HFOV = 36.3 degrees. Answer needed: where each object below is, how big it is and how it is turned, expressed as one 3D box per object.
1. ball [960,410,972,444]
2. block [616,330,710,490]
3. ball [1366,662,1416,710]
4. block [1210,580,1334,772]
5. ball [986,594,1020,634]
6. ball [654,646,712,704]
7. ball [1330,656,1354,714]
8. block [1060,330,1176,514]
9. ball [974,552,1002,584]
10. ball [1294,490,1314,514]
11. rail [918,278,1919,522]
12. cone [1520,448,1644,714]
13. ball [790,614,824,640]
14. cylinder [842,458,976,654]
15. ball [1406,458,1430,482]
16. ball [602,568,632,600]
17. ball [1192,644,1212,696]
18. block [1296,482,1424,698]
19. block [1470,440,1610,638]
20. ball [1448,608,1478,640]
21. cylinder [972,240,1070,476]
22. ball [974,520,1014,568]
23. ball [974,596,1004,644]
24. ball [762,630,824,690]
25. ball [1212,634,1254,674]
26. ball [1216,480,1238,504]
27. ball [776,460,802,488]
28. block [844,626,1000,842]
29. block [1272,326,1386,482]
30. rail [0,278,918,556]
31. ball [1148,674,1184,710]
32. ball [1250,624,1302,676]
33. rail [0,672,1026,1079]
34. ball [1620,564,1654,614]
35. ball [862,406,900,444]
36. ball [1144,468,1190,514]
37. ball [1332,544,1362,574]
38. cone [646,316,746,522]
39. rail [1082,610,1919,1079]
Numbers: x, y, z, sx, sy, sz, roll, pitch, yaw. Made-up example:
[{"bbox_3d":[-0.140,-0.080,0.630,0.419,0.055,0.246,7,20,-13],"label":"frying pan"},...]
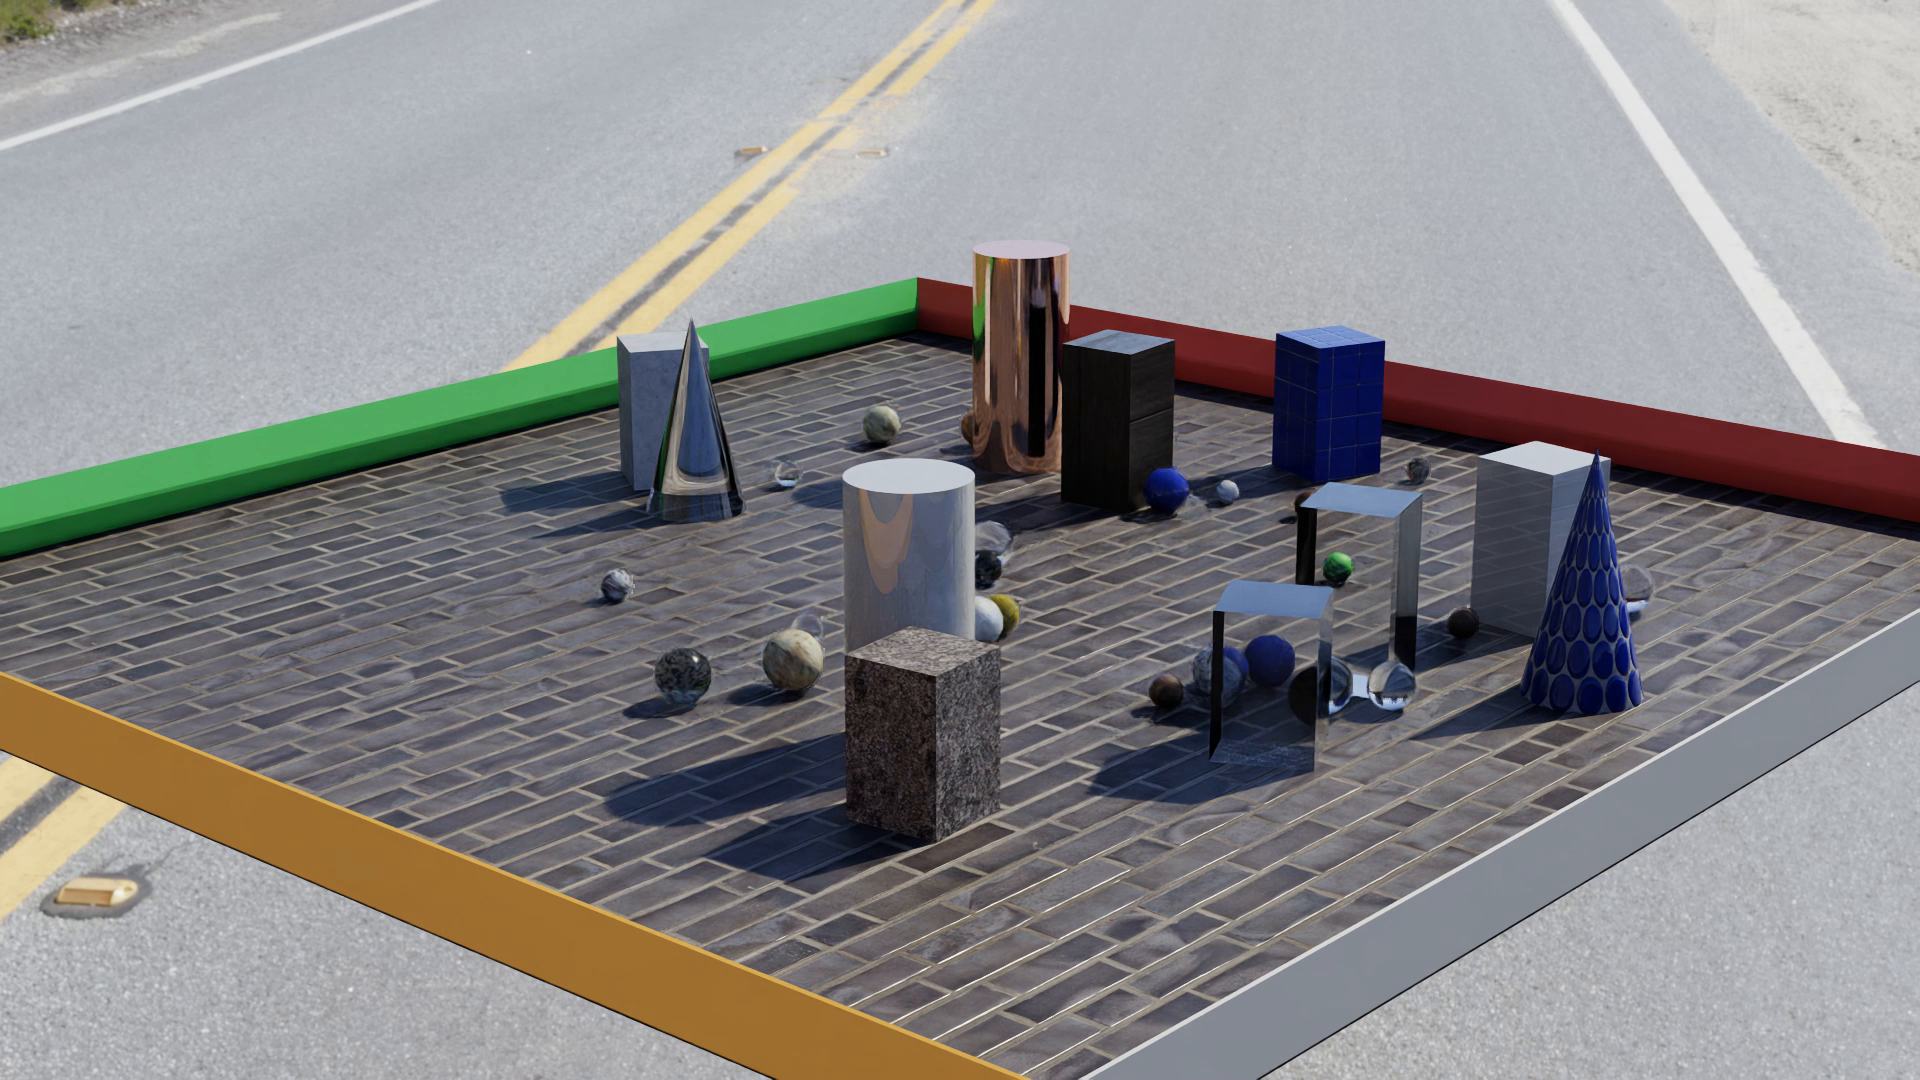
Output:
[{"bbox_3d":[0.042,-0.233,6.080,0.082,0.082,0.082,0,17,0],"label":"ball"},{"bbox_3d":[-0.587,-0.259,5.824,0.156,0.278,0.156,-5,17,-15],"label":"block"},{"bbox_3d":[0.671,0.227,4.562,0.077,0.077,0.077,0,17,0],"label":"ball"},{"bbox_3d":[0.466,0.200,4.375,0.156,0.236,0.156,4,17,14],"label":"block"},{"bbox_3d":[0.065,0.124,4.916,0.070,0.070,0.070,0,17,0],"label":"ball"},{"bbox_3d":[-0.434,0.212,4.589,0.090,0.090,0.090,0,17,0],"label":"ball"},{"bbox_3d":[0.563,0.224,4.542,0.094,0.094,0.094,0,17,0],"label":"ball"},{"bbox_3d":[0.305,-0.231,5.675,0.156,0.312,0.156,12,21,34],"label":"block"},{"bbox_3d":[0.047,0.050,5.185,0.056,0.056,0.056,0,17,0],"label":"ball"},{"bbox_3d":[0.663,-0.068,5.579,0.055,0.055,0.055,0,17,0],"label":"ball"},{"bbox_3d":[0.985,-0.296,6.206,2.927,0.127,0.045,14,22,39],"label":"rail"},{"bbox_3d":[0.984,0.049,4.587,0.195,0.404,0.195,0,17,0],"label":"cone"},{"bbox_3d":[-0.253,0.149,4.862,0.054,0.054,0.054,0,17,0],"label":"ball"},{"bbox_3d":[-0.075,0.106,4.372,0.195,0.419,0.195,0,17,0],"label":"cylinder"},{"bbox_3d":[0.910,-0.139,5.830,0.046,0.046,0.046,0,17,0],"label":"ball"},{"bbox_3d":[-0.597,0.077,5.098,0.054,0.054,0.054,0,17,0],"label":"ball"},{"bbox_3d":[0.409,0.205,4.612,0.088,0.088,0.088,0,17,0],"label":"ball"},{"bbox_3d":[0.632,0.079,4.666,0.156,0.299,0.156,8,18,24],"label":"block"},{"bbox_3d":[0.980,-0.001,4.956,0.156,0.286,0.156,-14,22,-40],"label":"block"},{"bbox_3d":[0.839,0.140,4.896,0.050,0.050,0.050,0,17,0],"label":"ball"},{"bbox_3d":[0.122,-0.369,5.909,0.195,0.441,0.195,0,17,0],"label":"cylinder"},{"bbox_3d":[0.051,0.011,5.255,0.091,0.091,0.091,0,17,0],"label":"ball"},{"bbox_3d":[0.029,0.136,4.848,0.086,0.086,0.086,0,17,0],"label":"ball"},{"bbox_3d":[-0.264,0.190,4.649,0.098,0.098,0.098,0,17,0],"label":"ball"},{"bbox_3d":[0.433,0.189,4.689,0.076,0.076,0.076,0,17,0],"label":"ball"},{"bbox_3d":[0.519,-0.093,5.682,0.044,0.044,0.044,0,17,0],"label":"ball"},{"bbox_3d":[-0.339,-0.130,5.790,0.052,0.052,0.052,0,17,0],"label":"ball"},{"bbox_3d":[-0.052,0.271,4.126,0.156,0.245,0.156,11,20,33],"label":"block"},{"bbox_3d":[0.739,-0.275,5.886,0.156,0.273,0.156,-8,19,-26],"label":"block"},{"bbox_3d":[-1.087,-0.241,6.024,0.045,0.127,3.052,14,22,39],"label":"rail"},{"bbox_3d":[0.322,0.237,4.567,0.055,0.055,0.055,0,17,0],"label":"ball"},{"bbox_3d":[0.507,0.176,4.718,0.084,0.084,0.084,0,17,0],"label":"ball"},{"bbox_3d":[-0.985,0.359,4.034,2.927,0.127,0.045,14,22,39],"label":"rail"},{"bbox_3d":[1.147,0.084,5.026,0.084,0.084,0.084,0,17,0],"label":"ball"},{"bbox_3d":[-0.164,-0.240,6.107,0.079,0.079,0.079,0,17,0],"label":"ball"},{"bbox_3d":[0.394,-0.095,5.610,0.088,0.088,0.088,0,17,0],"label":"ball"},{"bbox_3d":[0.692,0.034,5.240,0.054,0.054,0.054,0,17,0],"label":"ball"},{"bbox_3d":[-0.508,-0.245,5.597,0.195,0.382,0.195,0,17,0],"label":"cone"},{"bbox_3d":[1.087,0.304,4.216,0.045,0.127,3.052,14,22,39],"label":"rail"}]
